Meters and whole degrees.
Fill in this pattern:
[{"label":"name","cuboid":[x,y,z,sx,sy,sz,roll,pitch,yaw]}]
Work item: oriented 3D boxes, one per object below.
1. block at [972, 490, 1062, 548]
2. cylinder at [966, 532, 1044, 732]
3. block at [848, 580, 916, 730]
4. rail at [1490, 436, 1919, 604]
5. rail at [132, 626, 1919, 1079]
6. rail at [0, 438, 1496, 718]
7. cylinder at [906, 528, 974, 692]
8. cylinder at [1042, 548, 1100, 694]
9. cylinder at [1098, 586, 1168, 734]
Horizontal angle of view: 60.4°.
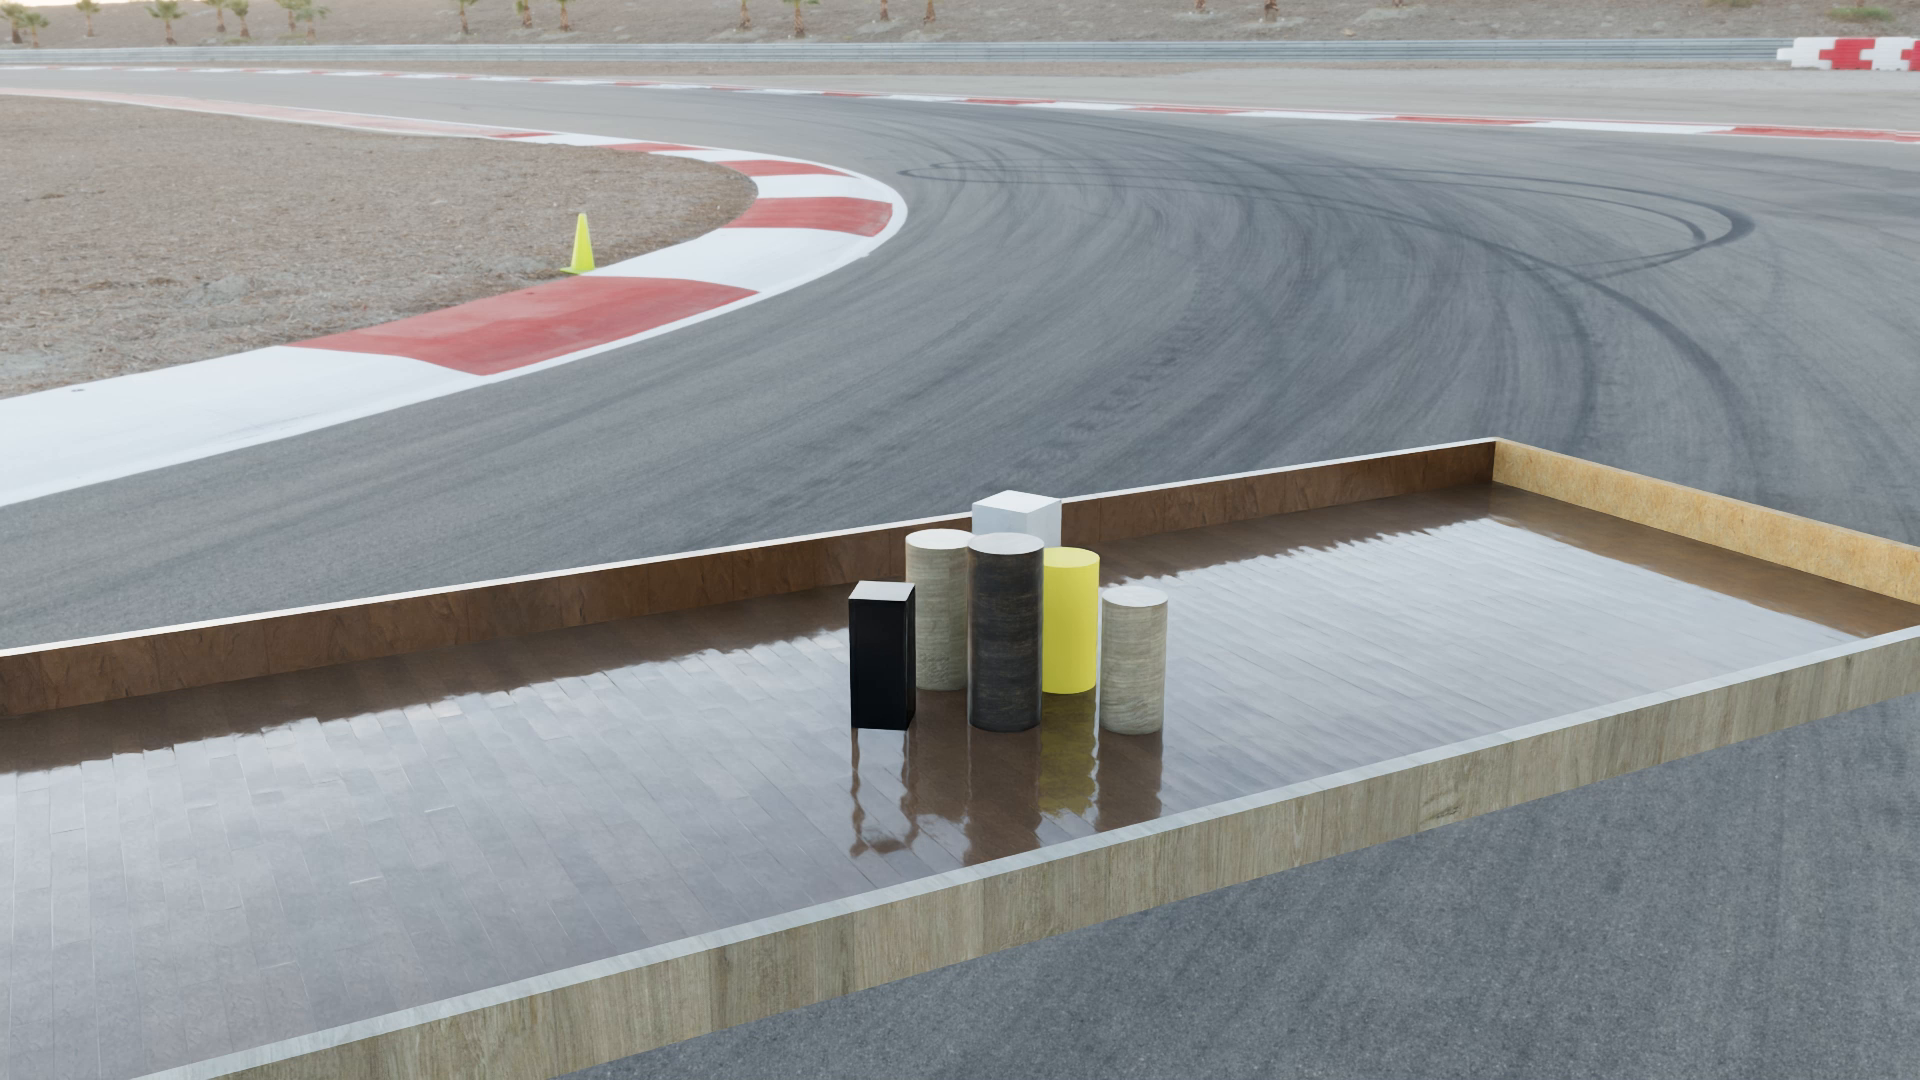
[{"label":"block","cuboid":[0.149,0.089,4.354,0.168,0.395,0.168,11,20,33]},{"label":"cylinder","cuboid":[0.105,0.215,3.854,0.178,0.433,0.178,0,16,0]},{"label":"block","cuboid":[-0.180,0.271,3.868,0.132,0.319,0.132,2,17,8]},{"label":"rail","cuboid":[2.466,-0.048,5.253,0.050,0.150,2.100,-9,18,-27]},{"label":"rail","cuboid":[-2.336,1.006,1.665,12.000,0.150,0.050,-9,18,-27]},{"label":"rail","cuboid":[-3.305,0.497,3.399,12.000,0.150,0.050,-9,18,-27]},{"label":"cylinder","cuboid":[-0.046,0.173,4.116,0.178,0.367,0.178,0,16,0]},{"label":"cylinder","cuboid":[0.257,0.199,4.101,0.172,0.326,0.172,0,16,0]},{"label":"cylinder","cuboid":[0.404,0.280,3.849,0.152,0.313,0.152,0,16,0]}]
